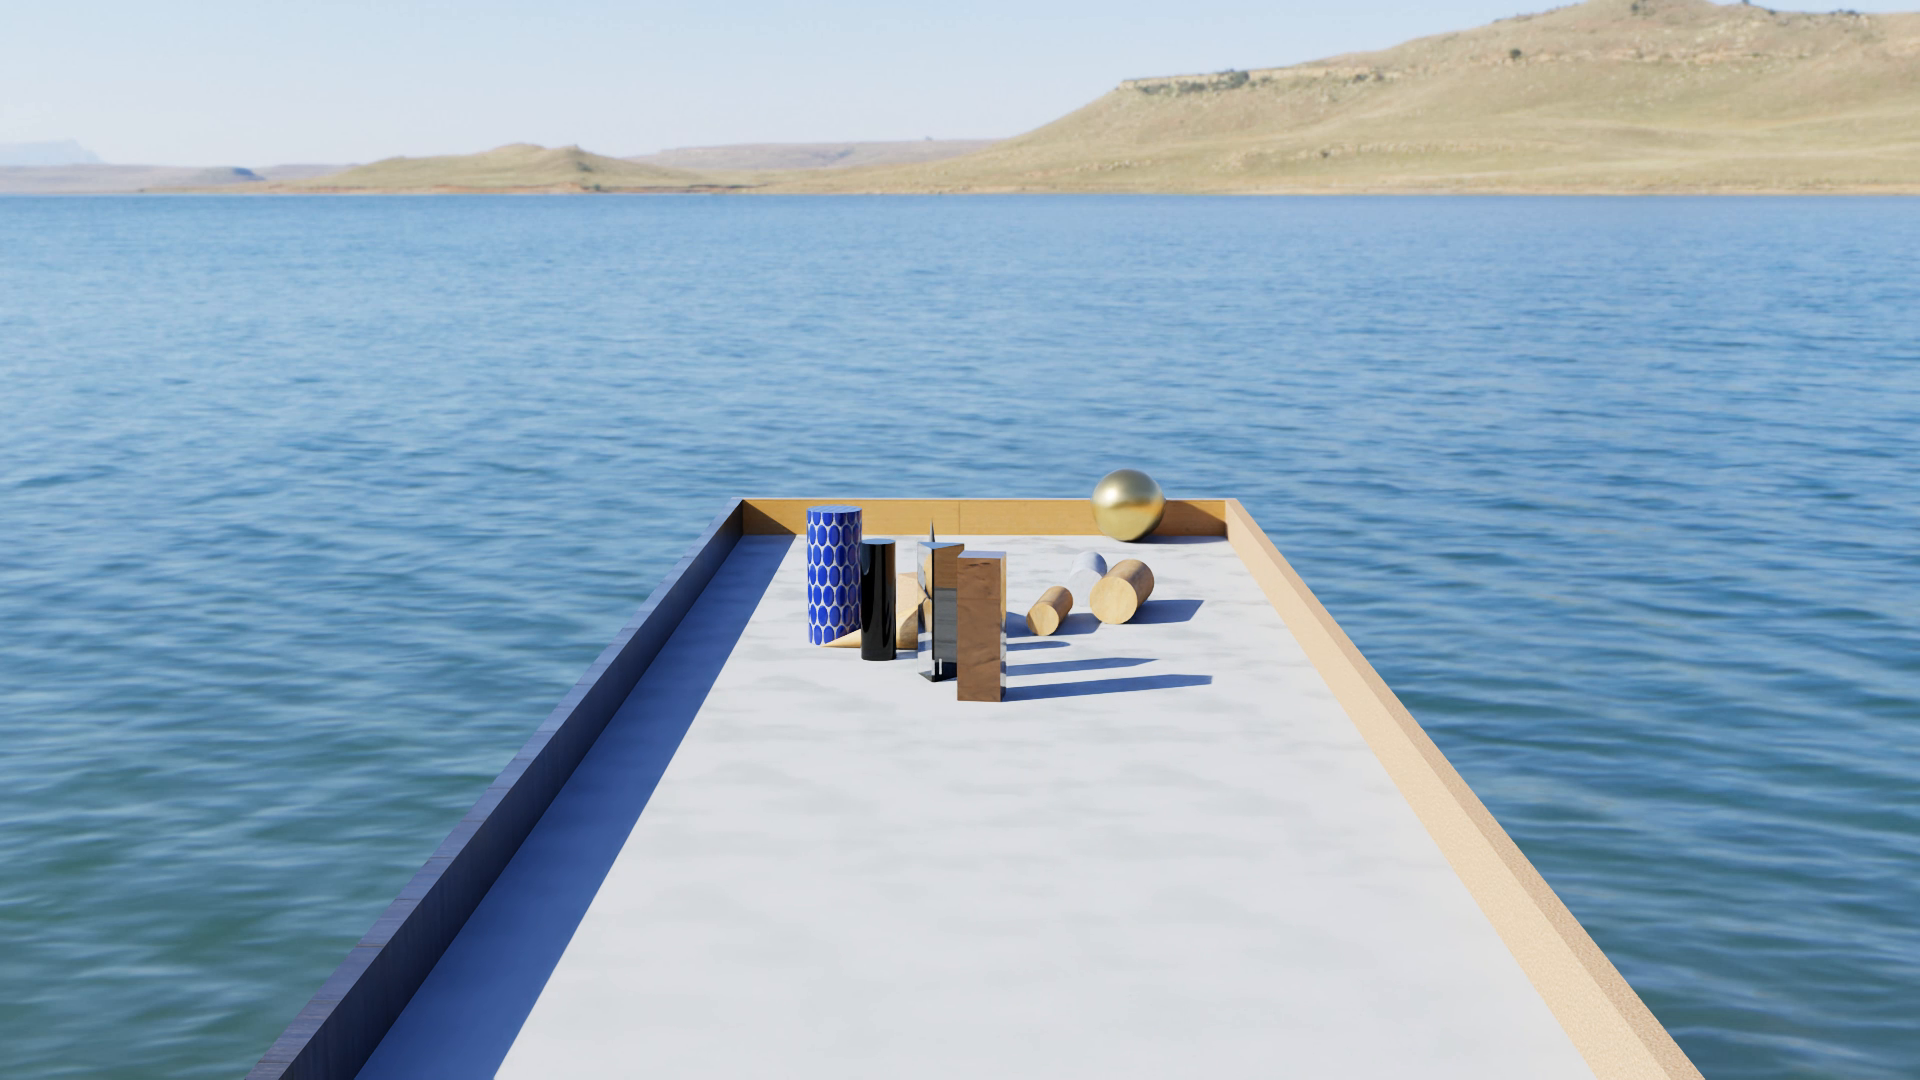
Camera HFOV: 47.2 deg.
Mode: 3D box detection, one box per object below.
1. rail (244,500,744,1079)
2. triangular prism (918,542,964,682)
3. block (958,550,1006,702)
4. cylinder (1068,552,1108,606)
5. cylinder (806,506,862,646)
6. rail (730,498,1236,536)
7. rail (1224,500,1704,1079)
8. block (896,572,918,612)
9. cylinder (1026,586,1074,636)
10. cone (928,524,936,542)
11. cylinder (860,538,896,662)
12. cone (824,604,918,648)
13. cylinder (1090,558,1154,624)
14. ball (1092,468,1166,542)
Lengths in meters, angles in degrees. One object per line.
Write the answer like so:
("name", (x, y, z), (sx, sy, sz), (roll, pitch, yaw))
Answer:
("rail", (-1.004, 0.839, 3.234), (0.050, 0.150, 12.000), (0, 9, 1))
("triangular prism", (-0.078, 0.206, 6.453), (0.120, 0.394, 0.138), (8, 12, 41))
("block", (0.062, 0.242, 6.182), (0.122, 0.408, 0.122), (1, 9, 9))
("cylinder", (0.450, 0.134, 7.742), (0.131, 0.131, 0.385), (1, 9, 5))
("cylinder", (-0.395, 0.111, 6.956), (0.174, 0.423, 0.174), (0, 9, 0))
("rail", (0.099, -0.098, 9.147), (2.100, 0.150, 0.050), (0, 9, 1))
("rail", (1.046, 0.843, 3.208), (0.050, 0.150, 12.000), (0, 9, 1))
("block", (-0.037, 0.211, 7.168), (0.160, 0.160, 0.401), (-5, 10, -31))
("cylinder", (0.297, 0.230, 7.223), (0.104, 0.104, 0.337), (2, 9, 11))
("cone", (-0.088, 0.125, 6.951), (0.110, 0.397, 0.110), (0, 9, 0))
("cylinder", (-0.249, 0.182, 6.708), (0.109, 0.361, 0.109), (0, 9, 0))
("cone", (-0.277, 0.302, 6.876), (0.341, 0.146, 0.146), (-11, 8, 6))
("cylinder", (0.548, 0.171, 7.419), (0.160, 0.160, 0.369), (2, 9, 14))
("ball", (0.685, -0.143, 8.955), (0.301, 0.301, 0.301), (0, 9, 0))
